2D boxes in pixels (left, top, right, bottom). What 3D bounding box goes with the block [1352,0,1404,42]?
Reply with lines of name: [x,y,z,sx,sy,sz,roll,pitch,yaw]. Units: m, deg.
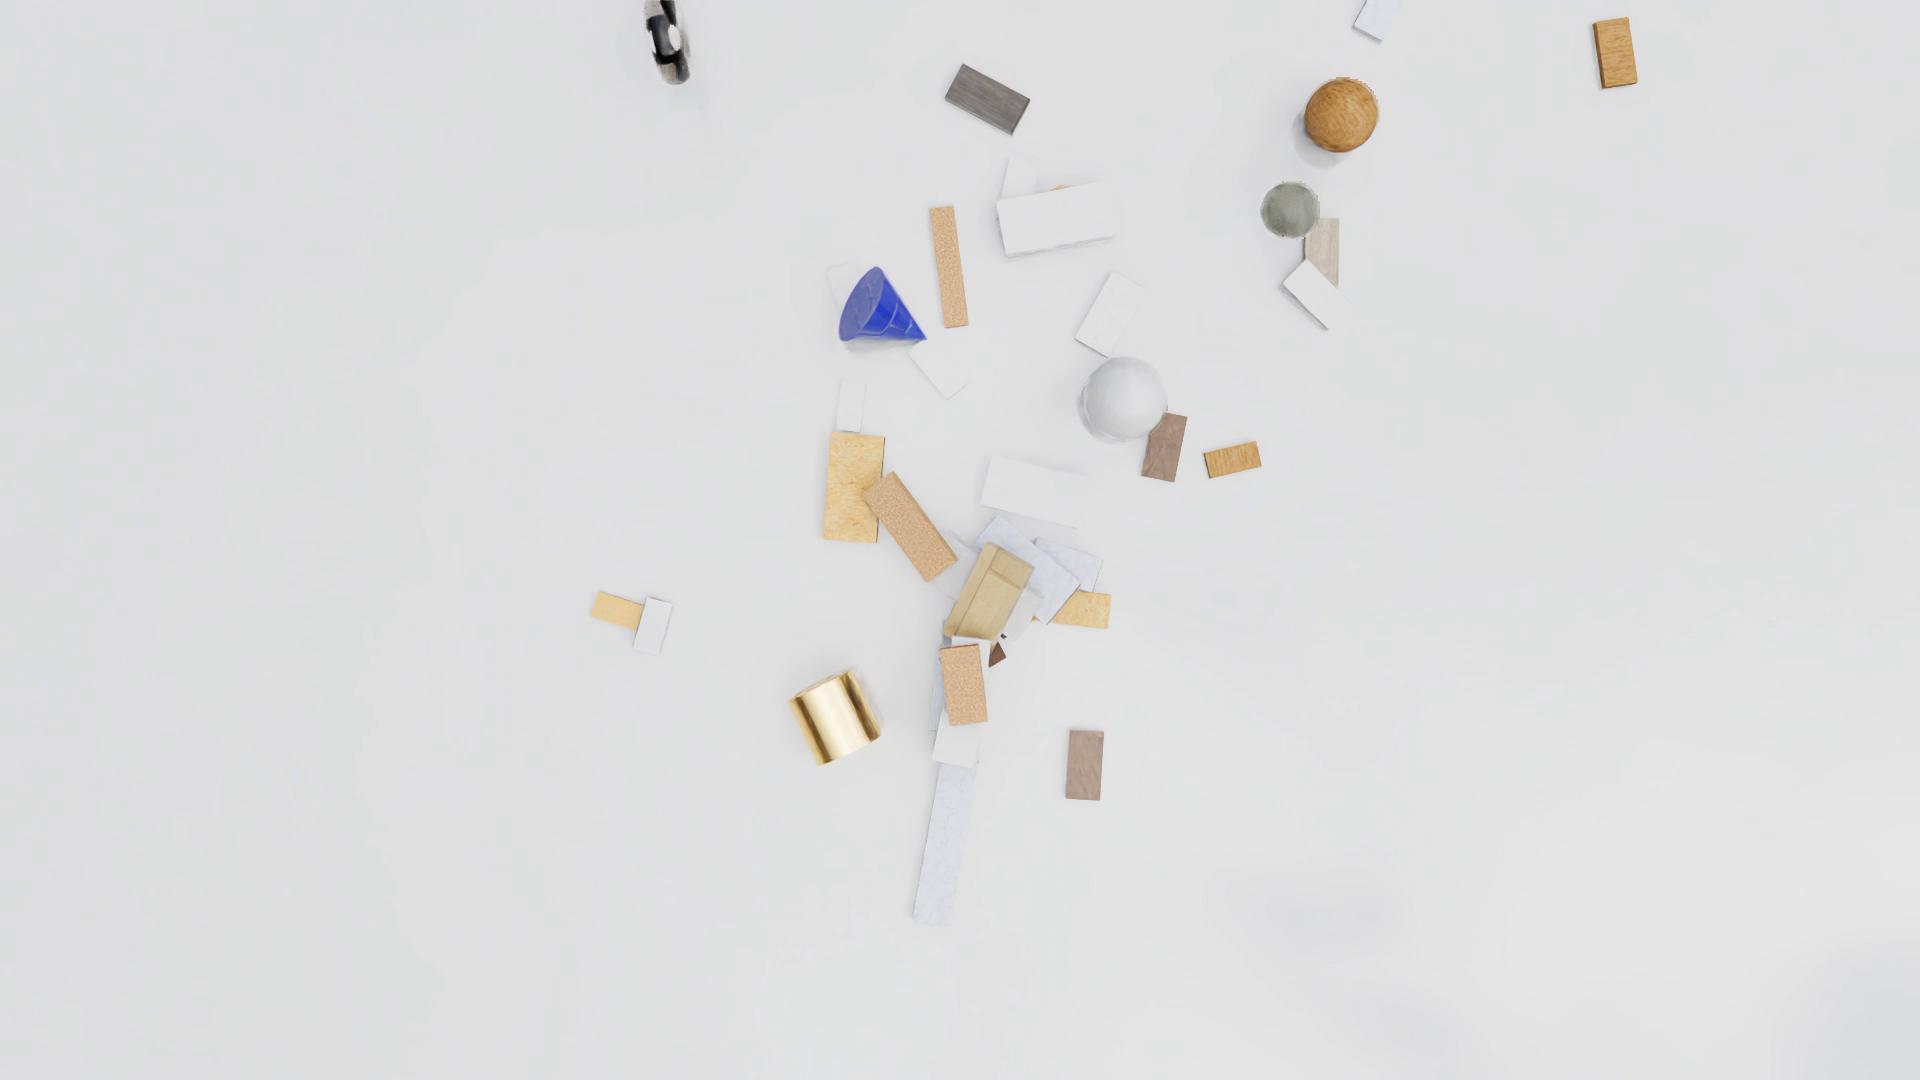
block: [1.413,-1.789,5.485,0.109,0.031,0.246,29,90,0]

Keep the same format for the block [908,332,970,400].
block: [-0.069,-0.578,5.485,0.103,0.029,0.207,-39,90,0]

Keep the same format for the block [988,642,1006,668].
block: [0.083,0.338,5.467,0.081,0.023,0.161,-28,90,-37]

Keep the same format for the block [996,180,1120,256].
block: [0.321,-1.061,5.449,0.380,0.050,0.178,-11,91,-2]

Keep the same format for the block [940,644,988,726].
block: [0.013,0.466,5.308,0.125,0.035,0.249,-7,95,5]

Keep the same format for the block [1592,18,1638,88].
block: [2.179,-1.619,5.485,0.109,0.031,0.218,-8,90,0]

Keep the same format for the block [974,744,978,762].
block: [-0.005,0.600,5.462,0.134,0.038,0.267,3,82,0]

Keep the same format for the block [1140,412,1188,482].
block: [0.679,-0.311,5.484,0.111,0.031,0.222,12,90,0]

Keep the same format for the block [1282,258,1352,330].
block: [1.183,-0.813,5.460,0.222,0.031,0.111,43,99,-8]

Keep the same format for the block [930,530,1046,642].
block: [0.074,0.151,5.413,0.385,0.048,0.171,35,108,12]

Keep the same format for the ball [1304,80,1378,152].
ball: [1.244,-1.383,5.383,0.233,0.233,0.233,0,90,0]

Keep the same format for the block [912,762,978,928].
block: [-0.048,1.000,5.482,0.125,0.035,0.554,10,90,0]

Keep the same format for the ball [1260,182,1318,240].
ball: [1.079,-1.080,5.407,0.185,0.185,0.185,0,90,0]

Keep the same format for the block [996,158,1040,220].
block: [0.193,-1.155,5.485,0.103,0.029,0.207,13,90,0]

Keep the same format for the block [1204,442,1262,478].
block: [0.908,-0.267,5.488,0.175,0.025,0.088,-13,90,0]

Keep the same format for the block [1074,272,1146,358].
block: [0.498,-0.749,5.482,0.128,0.036,0.256,30,90,0]

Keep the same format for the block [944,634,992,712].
block: [0.025,0.439,5.340,0.125,0.035,0.249,6,95,3]

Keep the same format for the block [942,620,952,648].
block: [-0.017,0.338,5.443,0.081,0.023,0.161,0,56,-4]

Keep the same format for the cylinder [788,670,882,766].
cylinder: [-0.408,0.579,5.383,0.233,0.233,0.233,-25,90,0]

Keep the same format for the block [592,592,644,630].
block: [-1.130,0.239,5.488,0.176,0.025,0.088,18,90,0]

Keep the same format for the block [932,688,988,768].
block: [0.000,0.600,5.386,0.134,0.038,0.267,12,82,1]

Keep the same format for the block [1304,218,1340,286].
block: [1.201,-0.957,5.484,0.111,0.031,0.222,1,90,0]

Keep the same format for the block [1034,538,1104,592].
block: [0.348,0.083,5.468,0.229,0.032,0.114,19,90,8]

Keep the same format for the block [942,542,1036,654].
block: [0.092,0.195,5.361,0.171,0.048,0.341,30,107,13]

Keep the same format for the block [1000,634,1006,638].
block: [0.160,0.282,5.494,0.045,0.013,0.091,41,90,0]

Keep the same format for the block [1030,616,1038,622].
block: [0.195,0.202,5.467,0.081,0.023,0.161,-24,78,-1]

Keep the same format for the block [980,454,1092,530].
block: [0.252,-0.159,5.476,0.341,0.048,0.171,14,90,0]

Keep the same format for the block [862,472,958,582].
block: [-0.164,-0.043,5.409,0.128,0.036,0.360,-36,90,21]

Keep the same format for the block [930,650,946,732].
block: [-0.021,0.501,5.438,0.134,0.038,0.267,6,82,0]

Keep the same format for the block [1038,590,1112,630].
block: [0.383,0.226,5.484,0.229,0.032,0.114,7,90,0]

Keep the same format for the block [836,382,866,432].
block: [-0.363,-0.443,5.489,0.081,0.023,0.162,7,90,0]

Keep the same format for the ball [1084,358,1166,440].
ball: [0.536,-0.459,5.365,0.269,0.269,0.269,0,90,0]

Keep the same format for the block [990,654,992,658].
block: [0.059,0.361,5.357,0.091,0.013,0.045,45,101,-1]

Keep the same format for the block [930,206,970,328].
block: [-0.036,-0.909,5.489,0.081,0.023,0.398,-7,90,0]

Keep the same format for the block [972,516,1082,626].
block: [0.206,0.099,5.439,0.356,0.050,0.178,40,90,10]

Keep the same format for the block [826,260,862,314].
block: [-0.362,-0.813,5.485,0.103,0.029,0.207,-19,90,0]

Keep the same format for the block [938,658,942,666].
block: [-0.033,0.414,5.391,0.045,0.013,0.091,-20,125,10]

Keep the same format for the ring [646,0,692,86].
ring: [-0.946,-1.626,5.351,0.100,0.301,0.301,-10,90,1]

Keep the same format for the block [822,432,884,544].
block: [-0.352,-0.172,5.475,0.178,0.050,0.355,4,90,0]

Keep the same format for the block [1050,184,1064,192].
block: [0.348,-1.094,5.489,0.081,0.023,0.162,-31,90,0]

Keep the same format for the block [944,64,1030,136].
block: [0.092,-1.463,5.482,0.256,0.036,0.128,28,90,0]

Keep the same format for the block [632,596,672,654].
block: [-1.022,0.285,5.472,0.088,0.025,0.175,16,90,-21]

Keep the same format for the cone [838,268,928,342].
cone: [-0.214,-0.714,5.411,0.266,0.266,0.266,25,90,-27]

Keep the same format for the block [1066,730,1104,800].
block: [0.414,0.747,5.484,0.114,0.032,0.229,3,90,0]
